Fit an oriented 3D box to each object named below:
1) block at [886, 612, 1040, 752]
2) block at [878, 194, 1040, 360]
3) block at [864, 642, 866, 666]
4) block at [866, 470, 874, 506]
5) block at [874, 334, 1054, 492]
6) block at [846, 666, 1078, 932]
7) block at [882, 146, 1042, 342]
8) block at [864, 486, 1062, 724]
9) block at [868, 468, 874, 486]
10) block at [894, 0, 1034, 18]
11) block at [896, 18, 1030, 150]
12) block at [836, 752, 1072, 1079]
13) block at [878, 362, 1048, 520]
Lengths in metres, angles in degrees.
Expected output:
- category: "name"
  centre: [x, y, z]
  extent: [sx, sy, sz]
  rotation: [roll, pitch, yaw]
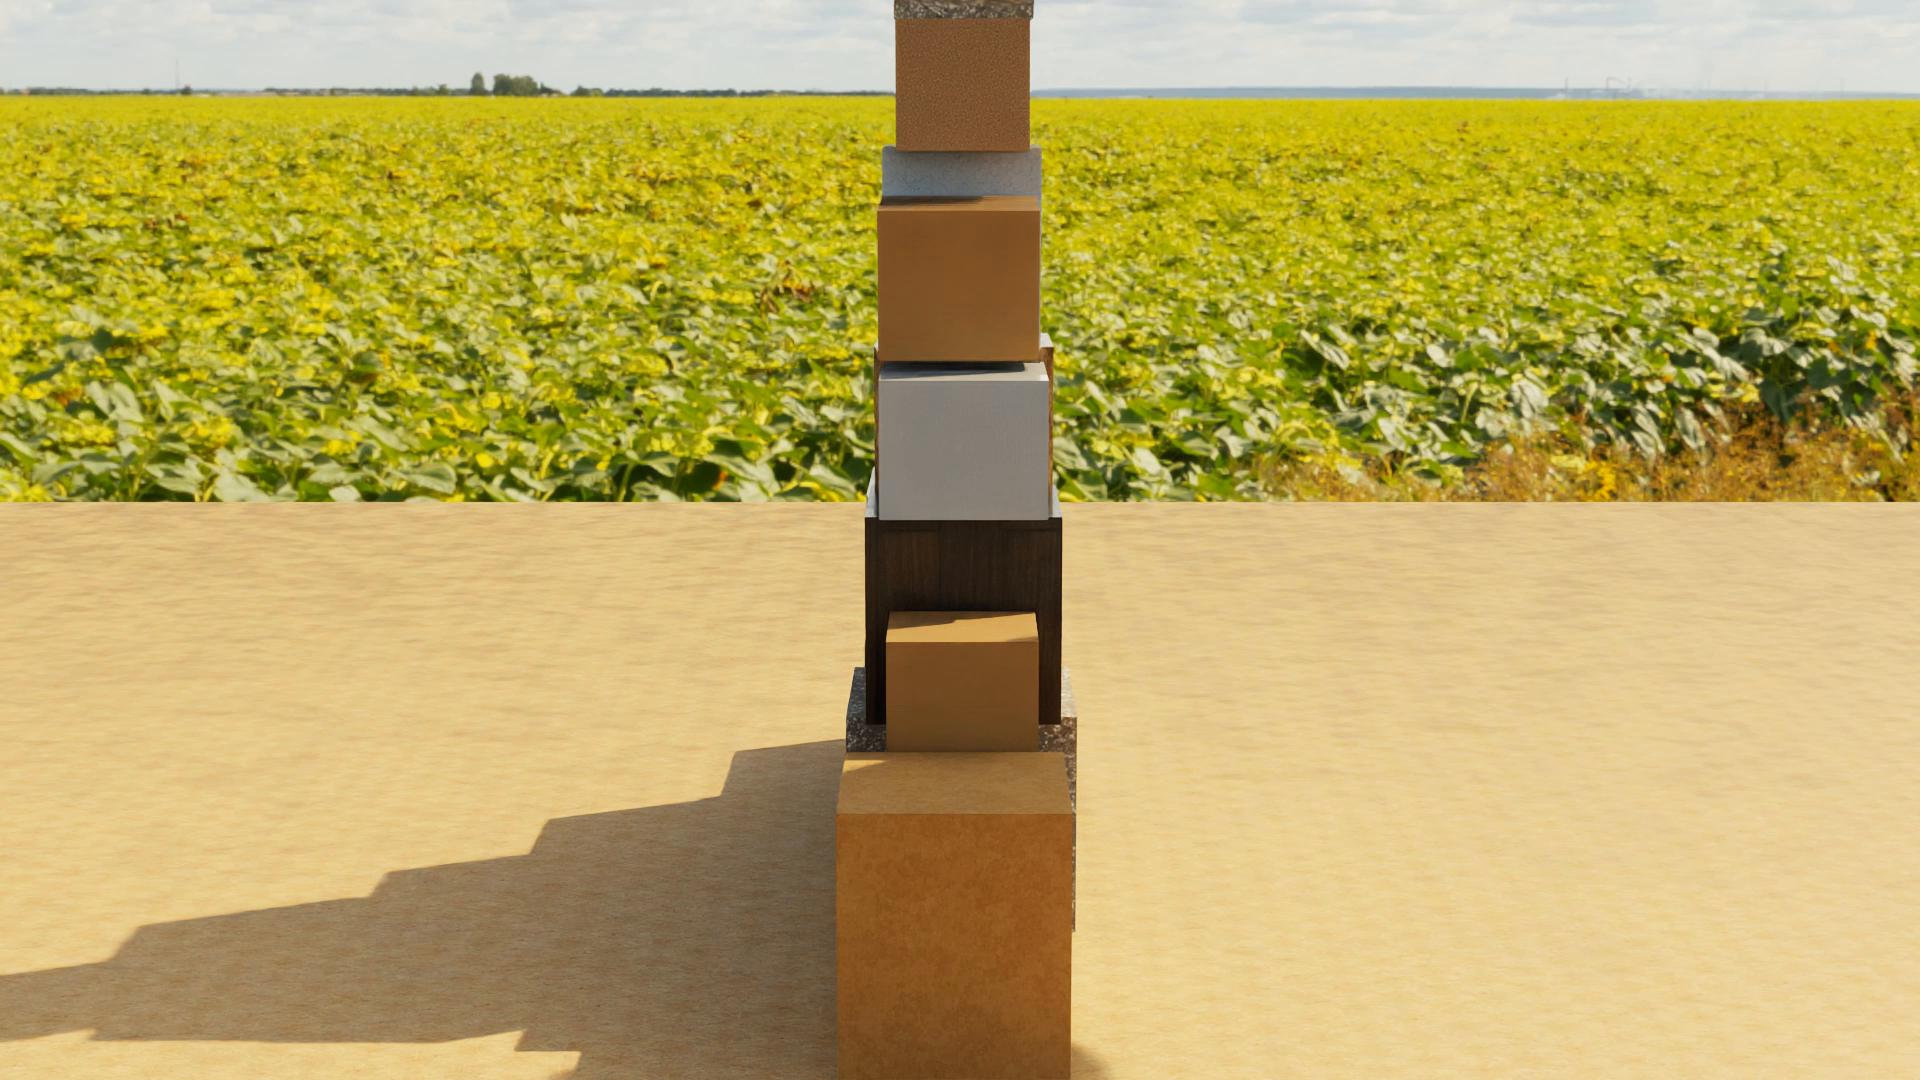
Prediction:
- category: "block"
  centre: [0.009, 0.667, 10.037]
  extent: [0.579, 0.674, 0.562]
  rotation: [0, 10, 0]
- category: "block"
  centre: [-0.006, -1.090, 10.586]
  extent: [0.647, 0.605, 0.629]
  rotation: [0, 13, 0]
- category: "block"
  centre: [-0.008, 0.849, 12.518]
  extent: [0.884, 0.852, 0.765]
  rotation: [0, 10, 0]
- category: "block"
  centre: [-0.004, 0.137, 11.496]
  extent: [0.798, 0.794, 0.829]
  rotation: [0, 9, 0]
- category: "block"
  centre: [0.016, -0.559, 11.085]
  extent: [0.749, 0.610, 0.685]
  rotation: [0, 9, 0]
- category: "block"
  centre: [0.006, 1.093, 10.991]
  extent: [0.944, 0.917, 0.900]
  rotation: [0, 10, 0]
- category: "block"
  centre: [0.008, -1.314, 11.288]
  extent: [0.676, 0.817, 0.763]
  rotation: [0, 9, 0]
- category: "block"
  centre: [0.014, 0.255, 10.667]
  extent: [0.787, 0.849, 0.806]
  rotation: [0, 10, 0]
- category: "block"
  centre: [0.003, 0.077, 12.331]
  extent: [0.866, 0.734, 0.825]
  rotation: [0, 10, 0]
- category: "block"
  centre: [0.015, -2.504, 10.738]
  extent: [0.573, 0.628, 0.579]
  rotation: [0, 12, 0]
- category: "block"
  centre: [0.011, -1.933, 10.854]
  extent: [0.553, 0.537, 0.588]
  rotation: [0, 12, 0]
- category: "block"
  centre: [-0.020, 1.355, 9.389]
  extent: [0.822, 0.974, 0.823]
  rotation: [0, 10, 0]
- category: "block"
  centre: [0.015, -0.411, 10.407]
  extent: [0.666, 0.554, 0.669]
  rotation: [0, 10, 0]
